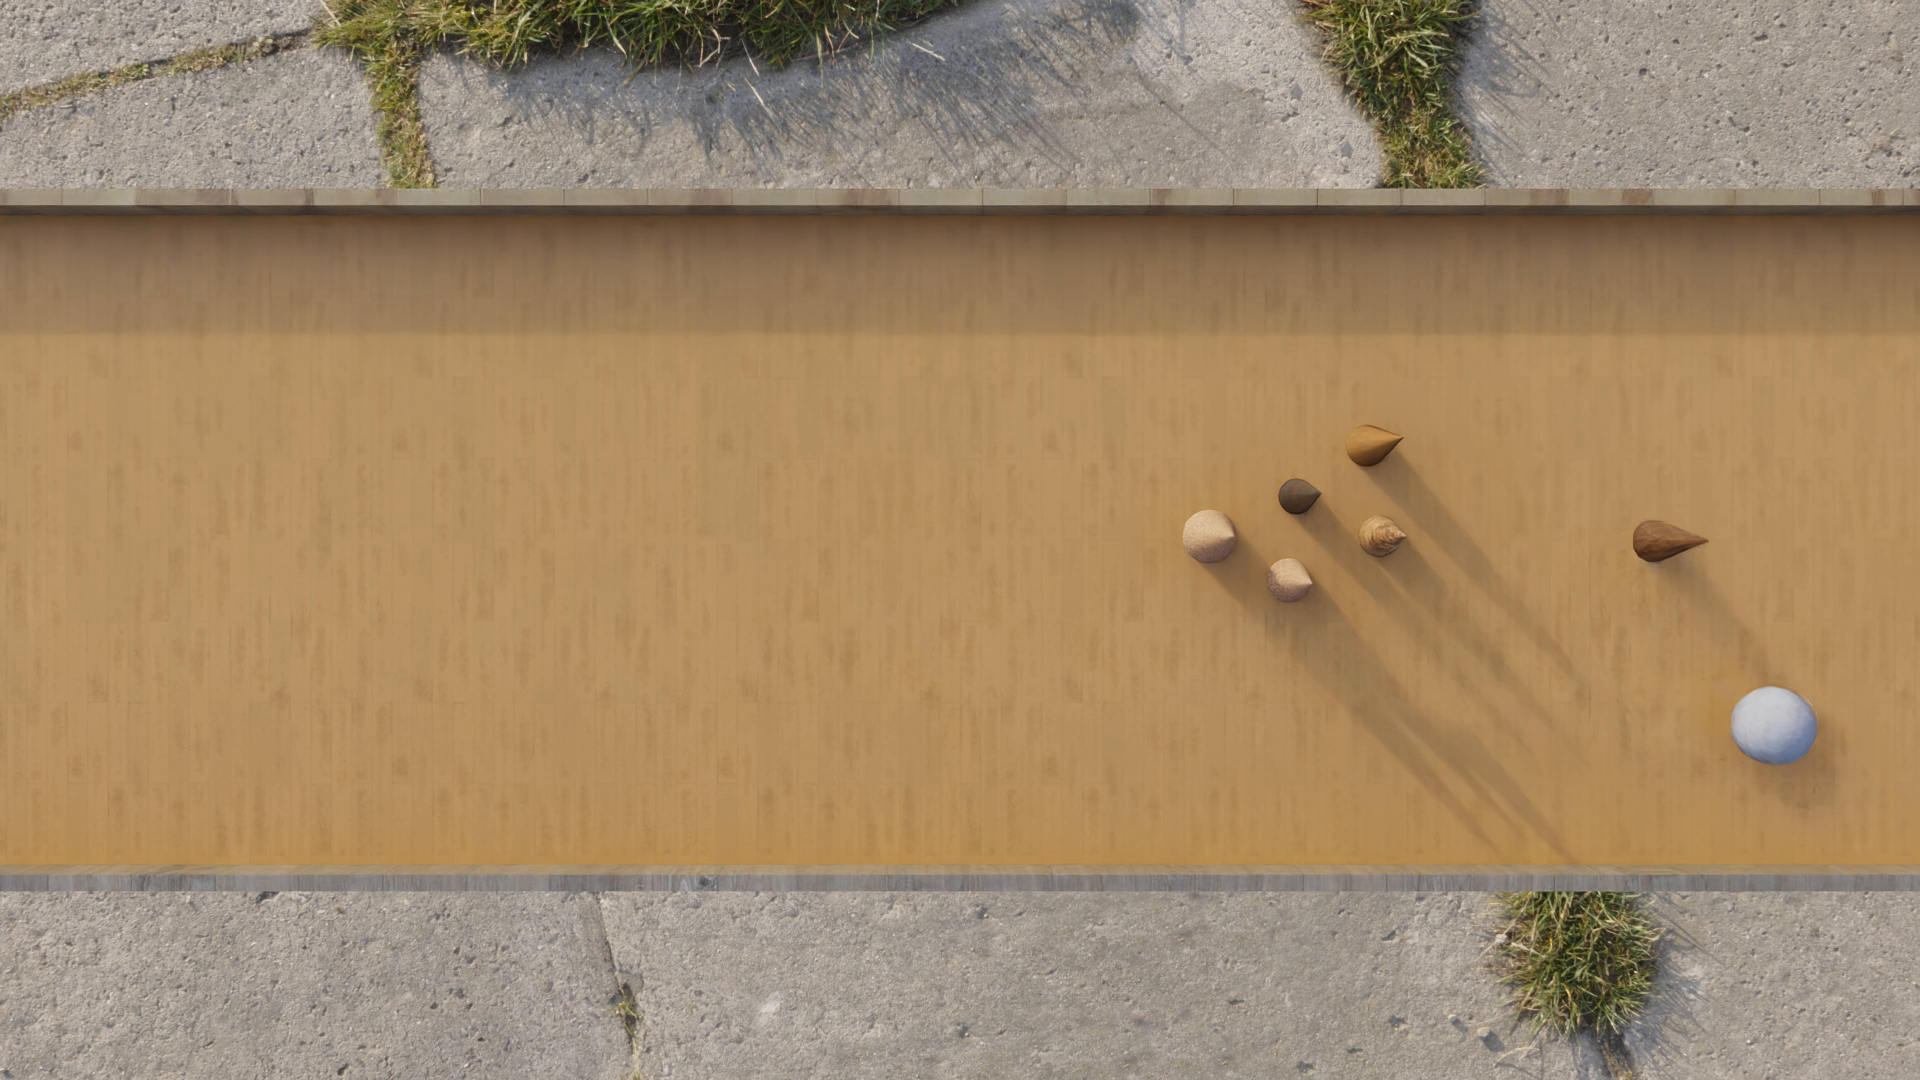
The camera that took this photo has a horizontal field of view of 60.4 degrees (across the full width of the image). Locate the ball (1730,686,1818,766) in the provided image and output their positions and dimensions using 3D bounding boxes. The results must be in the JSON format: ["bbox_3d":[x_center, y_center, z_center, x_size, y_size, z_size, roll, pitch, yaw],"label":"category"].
[{"bbox_3d":[2.435,0.557,4.938,0.234,0.234,0.234,0,90,0],"label":"ball"}]

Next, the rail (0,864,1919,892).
[{"bbox_3d":[-2.247,1.025,5.001,12.000,0.150,0.050,0,90,0],"label":"rail"}]

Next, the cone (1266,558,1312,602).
[{"bbox_3d":[1.012,0.125,4.906,0.136,0.342,0.136,0,90,0],"label":"cone"}]

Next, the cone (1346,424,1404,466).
[{"bbox_3d":[1.253,-0.290,4.865,0.129,0.422,0.129,0,90,0],"label":"cone"}]

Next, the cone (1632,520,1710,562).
[{"bbox_3d":[2.135,0.002,4.884,0.132,0.385,0.132,0,90,0],"label":"cone"}]

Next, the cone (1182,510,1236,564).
[{"bbox_3d":[0.769,-0.010,4.851,0.166,0.452,0.166,0,90,0],"label":"cone"}]

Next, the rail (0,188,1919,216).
[{"bbox_3d":[-2.247,-1.025,5.002,12.000,0.150,0.050,0,90,0],"label":"rail"}]

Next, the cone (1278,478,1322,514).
[{"bbox_3d":[1.035,-0.134,4.897,0.111,0.359,0.111,0,90,0],"label":"cone"}]

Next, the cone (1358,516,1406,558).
[{"bbox_3d":[1.291,-0.012,4.920,0.130,0.313,0.130,0,90,0],"label":"cone"}]
